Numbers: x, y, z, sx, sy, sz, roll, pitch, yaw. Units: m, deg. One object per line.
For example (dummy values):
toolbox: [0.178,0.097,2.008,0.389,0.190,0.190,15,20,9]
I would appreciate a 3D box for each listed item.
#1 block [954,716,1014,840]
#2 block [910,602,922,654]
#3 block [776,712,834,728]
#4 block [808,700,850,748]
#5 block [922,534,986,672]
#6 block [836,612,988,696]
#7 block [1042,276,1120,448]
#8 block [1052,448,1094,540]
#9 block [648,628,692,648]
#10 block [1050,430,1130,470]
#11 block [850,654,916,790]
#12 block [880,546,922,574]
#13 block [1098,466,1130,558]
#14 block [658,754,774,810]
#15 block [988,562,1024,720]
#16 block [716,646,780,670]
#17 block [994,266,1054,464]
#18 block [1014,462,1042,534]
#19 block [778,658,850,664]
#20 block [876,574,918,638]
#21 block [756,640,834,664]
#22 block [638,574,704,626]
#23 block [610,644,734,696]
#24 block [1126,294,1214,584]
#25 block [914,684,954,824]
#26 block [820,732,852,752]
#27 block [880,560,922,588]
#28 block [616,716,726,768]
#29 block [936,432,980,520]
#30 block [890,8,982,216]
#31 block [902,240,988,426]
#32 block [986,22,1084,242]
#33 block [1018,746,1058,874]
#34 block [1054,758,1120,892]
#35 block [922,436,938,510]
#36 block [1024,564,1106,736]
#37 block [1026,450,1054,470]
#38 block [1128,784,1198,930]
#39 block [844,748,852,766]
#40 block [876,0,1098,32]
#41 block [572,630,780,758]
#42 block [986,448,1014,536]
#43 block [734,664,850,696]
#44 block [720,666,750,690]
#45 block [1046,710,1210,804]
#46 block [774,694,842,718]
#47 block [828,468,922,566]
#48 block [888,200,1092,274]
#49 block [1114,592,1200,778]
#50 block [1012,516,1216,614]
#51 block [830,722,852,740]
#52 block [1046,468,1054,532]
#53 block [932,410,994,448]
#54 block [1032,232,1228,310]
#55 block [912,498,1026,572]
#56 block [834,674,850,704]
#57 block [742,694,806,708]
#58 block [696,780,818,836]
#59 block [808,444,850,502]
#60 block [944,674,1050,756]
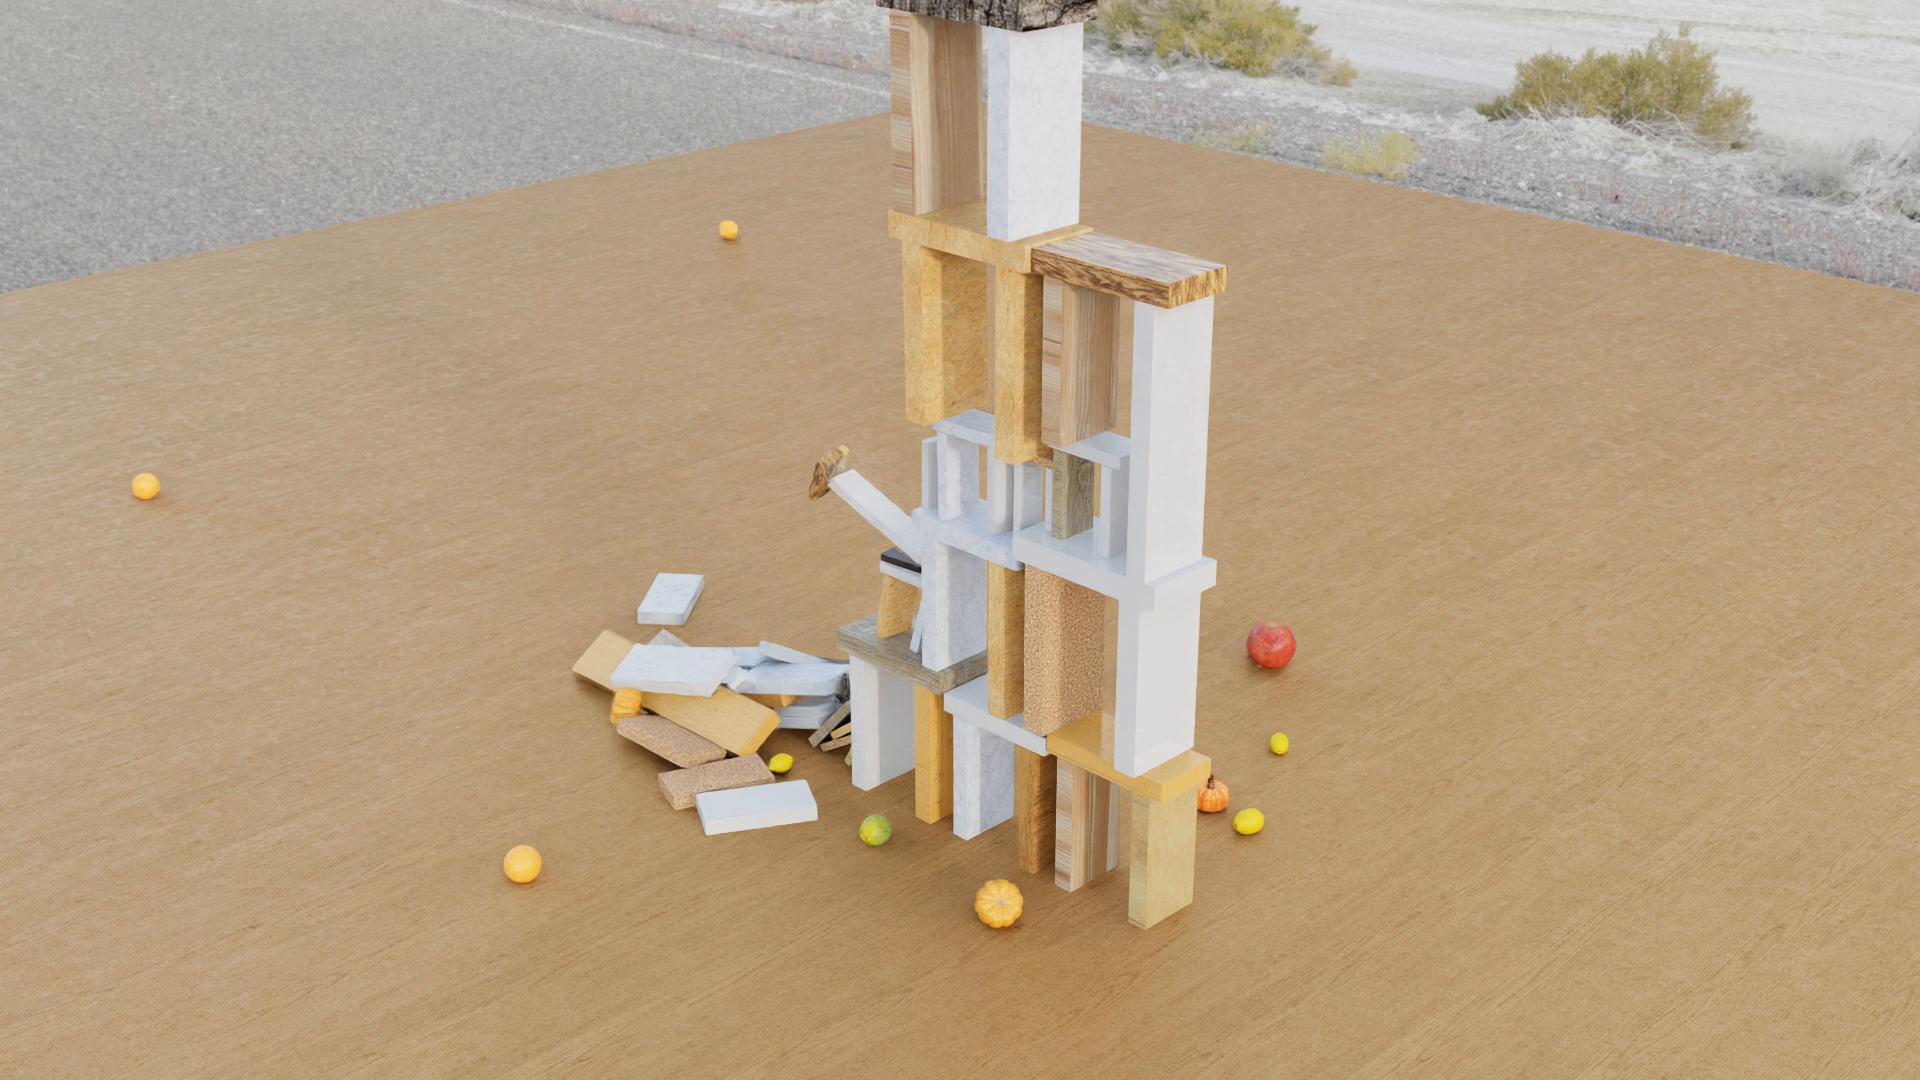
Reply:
block: [0.048,0.449,4.362,0.038,0.266,0.133,21,31,40]
block: [-0.052,0.151,4.342,0.073,0.147,0.021,-22,48,-41]
block: [-0.330,0.383,4.762,0.162,0.023,0.081,-5,14,46]
block: [-0.249,0.382,4.678,0.081,0.162,0.023,-20,71,-47]
block: [-0.011,0.103,4.285,0.040,0.279,0.140,21,31,40]
block: [-0.092,0.221,4.418,0.300,0.042,0.150,21,31,41]
block: [0.212,-0.327,3.851,0.043,0.304,0.152,21,31,41]
block: [0.205,-0.092,3.964,0.024,0.169,0.085,21,31,41]
block: [-0.615,0.301,4.942,0.108,0.031,0.320,-48,41,-14]
block: [0.247,-0.166,3.892,0.085,0.024,0.169,-21,31,-40]
block: [-0.156,0.354,4.542,0.042,0.300,0.150,21,31,40]
block: [-0.102,0.039,4.345,0.101,0.014,0.050,18,29,34]
block: [0.285,-0.059,3.887,0.085,0.169,0.024,-21,31,-40]
block: [-0.503,0.499,4.545,0.216,0.031,0.108,-10,25,-22]
block: [0.118,0.173,4.169,0.139,0.317,0.040,-20,30,-39]
block: [-0.525,0.280,5.001,0.219,0.031,0.109,-3,20,27]
block: [0.139,-0.330,3.931,0.048,0.360,0.171,21,31,40]
block: [0.126,-0.084,4.061,0.017,0.161,0.060,21,31,40]
block: [-0.314,0.290,5.057,0.313,0.016,0.055,5,23,11]
block: [-0.125,0.124,4.403,0.073,0.147,0.021,-17,41,-35]
block: [-0.338,0.274,4.918,0.216,0.031,0.108,19,-6,-17]
block: [-0.707,0.144,5.380,0.113,0.032,0.227,2,23,5]
block: [-0.629,0.284,4.814,0.244,0.035,0.122,2,35,24]
block: [0.357,-0.180,3.752,0.152,0.497,0.043,-21,31,-40]
block: [-0.022,0.406,4.420,0.042,0.300,0.150,21,31,41]
block: [-0.238,0.421,4.668,0.061,0.017,0.122,-22,0,-41]
block: [-0.081,0.063,4.334,0.147,0.021,0.073,22,31,40]
block: [-0.614,0.427,4.672,0.227,0.032,0.113,21,13,40]
block: [-0.003,-0.132,4.159,0.024,0.172,0.086,20,30,41]
block: [-0.041,-0.776,3.935,0.051,0.360,0.180,20,31,40]
block: [-0.025,-0.399,4.071,0.048,0.342,0.171,20,30,41]
block: [0.128,-0.709,3.776,0.180,0.360,0.051,-21,31,-41]
block: [0.173,0.498,4.246,0.038,0.266,0.133,21,31,41]
block: [0.244,0.518,4.184,0.039,0.278,0.139,21,31,41]
block: [-0.039,-0.131,4.202,0.069,0.138,0.020,-16,28,-34]
block: [0.195,0.181,4.091,0.168,0.337,0.048,-21,31,-40]
block: [0.154,-0.155,4.001,0.120,0.017,0.060,20,31,40]
block: [0.376,0.569,4.064,0.039,0.278,0.139,21,31,41]
block: [-0.196,0.423,4.617,0.061,0.121,0.017,-21,61,-41]
block: [0.043,-0.931,3.774,0.180,0.051,0.360,-21,31,-40]
block: [-0.632,0.338,4.833,0.594,0.035,0.122,21,63,41]
block: [0.091,-0.100,4.085,0.086,0.172,0.024,-17,29,-35]
block: [-0.360,0.302,4.781,0.265,0.031,0.109,-1,16,35]
block: [-0.510,0.295,4.803,0.050,0.014,0.143,-40,23,-20]
block: [0.310,0.397,4.062,0.139,0.039,0.278,-21,31,-41]
block: [-0.322,0.357,4.758,0.081,0.023,0.162,-22,12,-41]
block: [-0.136,-0.038,4.356,0.289,0.020,0.069,40,39,20]
block: [0.051,-0.550,3.925,0.171,0.048,0.342,-21,31,-40]
block: [0.354,0.243,3.945,0.048,0.337,0.168,21,31,40]
block: [0.275,0.035,3.943,0.168,0.048,0.337,-21,31,-41]
block: [-0.219,0.389,4.626,0.061,0.017,0.122,-22,-6,-34]
block: [0.183,-0.081,4.000,0.060,0.120,0.017,-18,29,-37]
block: [0.039,-0.209,4.087,0.172,0.024,0.086,20,30,41]
block: [0.285,-0.458,3.714,0.152,0.043,0.304,-21,31,-41]
block: [0.054,-0.018,4.162,0.139,0.040,0.279,-21,31,-40]
block: [-0.227,0.339,4.726,0.016,0.110,0.055,-1,54,35]
block: [-0.426,0.331,4.864,0.219,0.031,0.109,0,17,45]
block: [-0.412,0.540,4.447,0.227,0.032,0.113,-6,24,-14]
block: [-0.262,-0.133,4.382,0.069,0.138,0.020,-35,74,-27]
block: [0.110,0.334,4.244,0.266,0.038,0.133,21,31,40]
